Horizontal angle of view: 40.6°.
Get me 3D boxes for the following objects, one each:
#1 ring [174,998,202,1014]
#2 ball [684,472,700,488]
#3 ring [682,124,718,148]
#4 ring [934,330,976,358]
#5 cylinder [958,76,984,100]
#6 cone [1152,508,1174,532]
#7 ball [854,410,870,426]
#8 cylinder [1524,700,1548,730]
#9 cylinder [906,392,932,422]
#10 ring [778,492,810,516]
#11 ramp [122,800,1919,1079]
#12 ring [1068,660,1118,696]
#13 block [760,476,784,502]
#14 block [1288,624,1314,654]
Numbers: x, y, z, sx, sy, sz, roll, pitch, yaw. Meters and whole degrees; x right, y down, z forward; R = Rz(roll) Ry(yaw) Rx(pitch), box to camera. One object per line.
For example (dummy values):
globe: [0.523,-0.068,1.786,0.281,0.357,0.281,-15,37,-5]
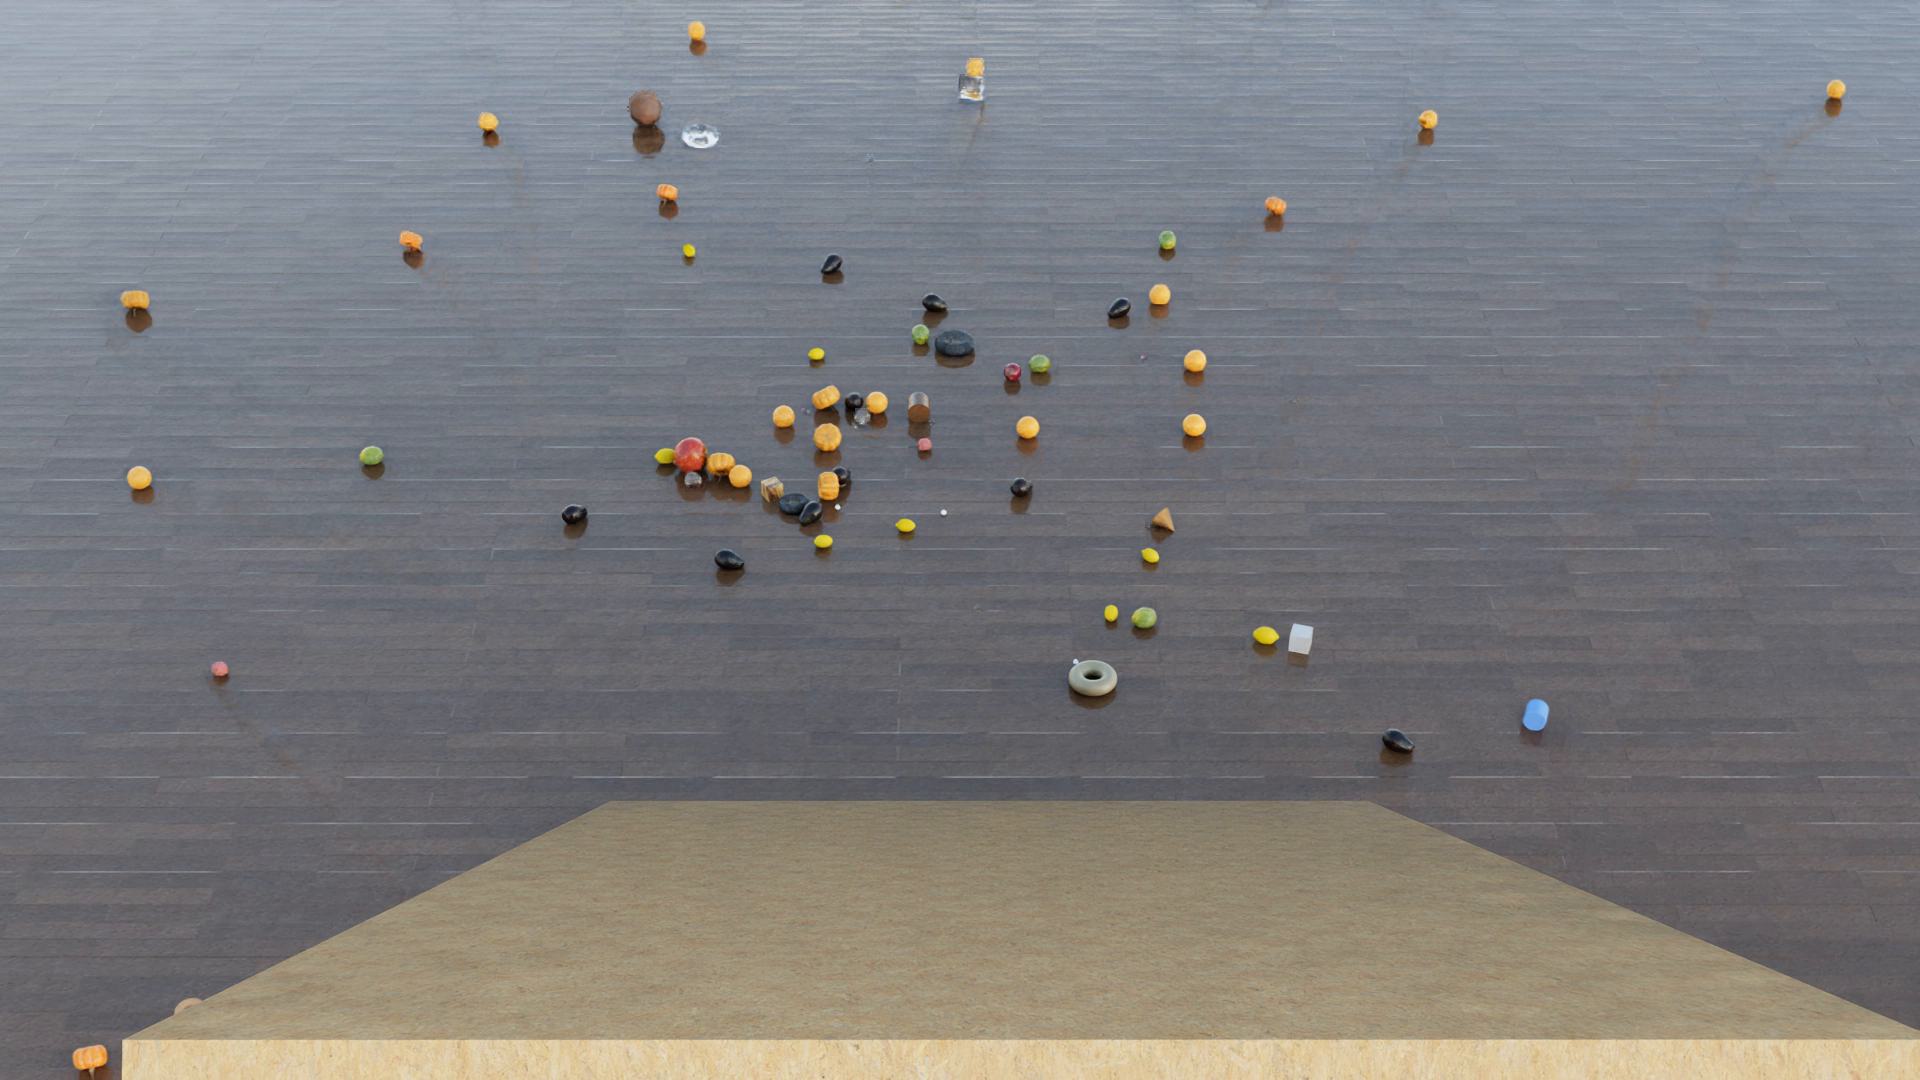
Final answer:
ring: [-1.875,1.147,6.329,0.077,0.026,0.077,-1,36,1]
ball: [-0.841,-0.189,8.180,0.051,0.051,0.051,0,35,0]
ring: [-1.010,-1.573,10.124,0.143,0.048,0.143,2,37,-2]
ring: [-0.017,-0.669,8.858,0.139,0.046,0.139,1,36,-1]
cylinder: [0.044,-1.814,10.424,0.091,0.091,0.091,6,36,8]
cone: [0.638,-0.051,8.004,0.069,0.069,0.069,-30,74,-35]
ball: [-0.318,-0.400,8.477,0.050,0.050,0.050,0,35,0]
cylinder: [1.601,0.486,7.224,0.062,0.062,0.062,11,37,14]
cylinder: [-0.135,-0.434,8.505,0.073,0.073,0.073,-4,47,-6]
ring: [-0.517,-0.112,8.089,0.098,0.033,0.098,1,36,-1]
ramp: [0.078,0.669,4.856,2.000,0.100,4.000,0,-2,0]
ring: [0.377,0.392,7.370,0.140,0.047,0.140,0,34,0]
block: [-0.588,-0.158,8.137,0.051,0.051,0.051,-20,40,-26]
block: [0.985,0.286,7.509,0.057,0.057,0.057,10,37,14]
